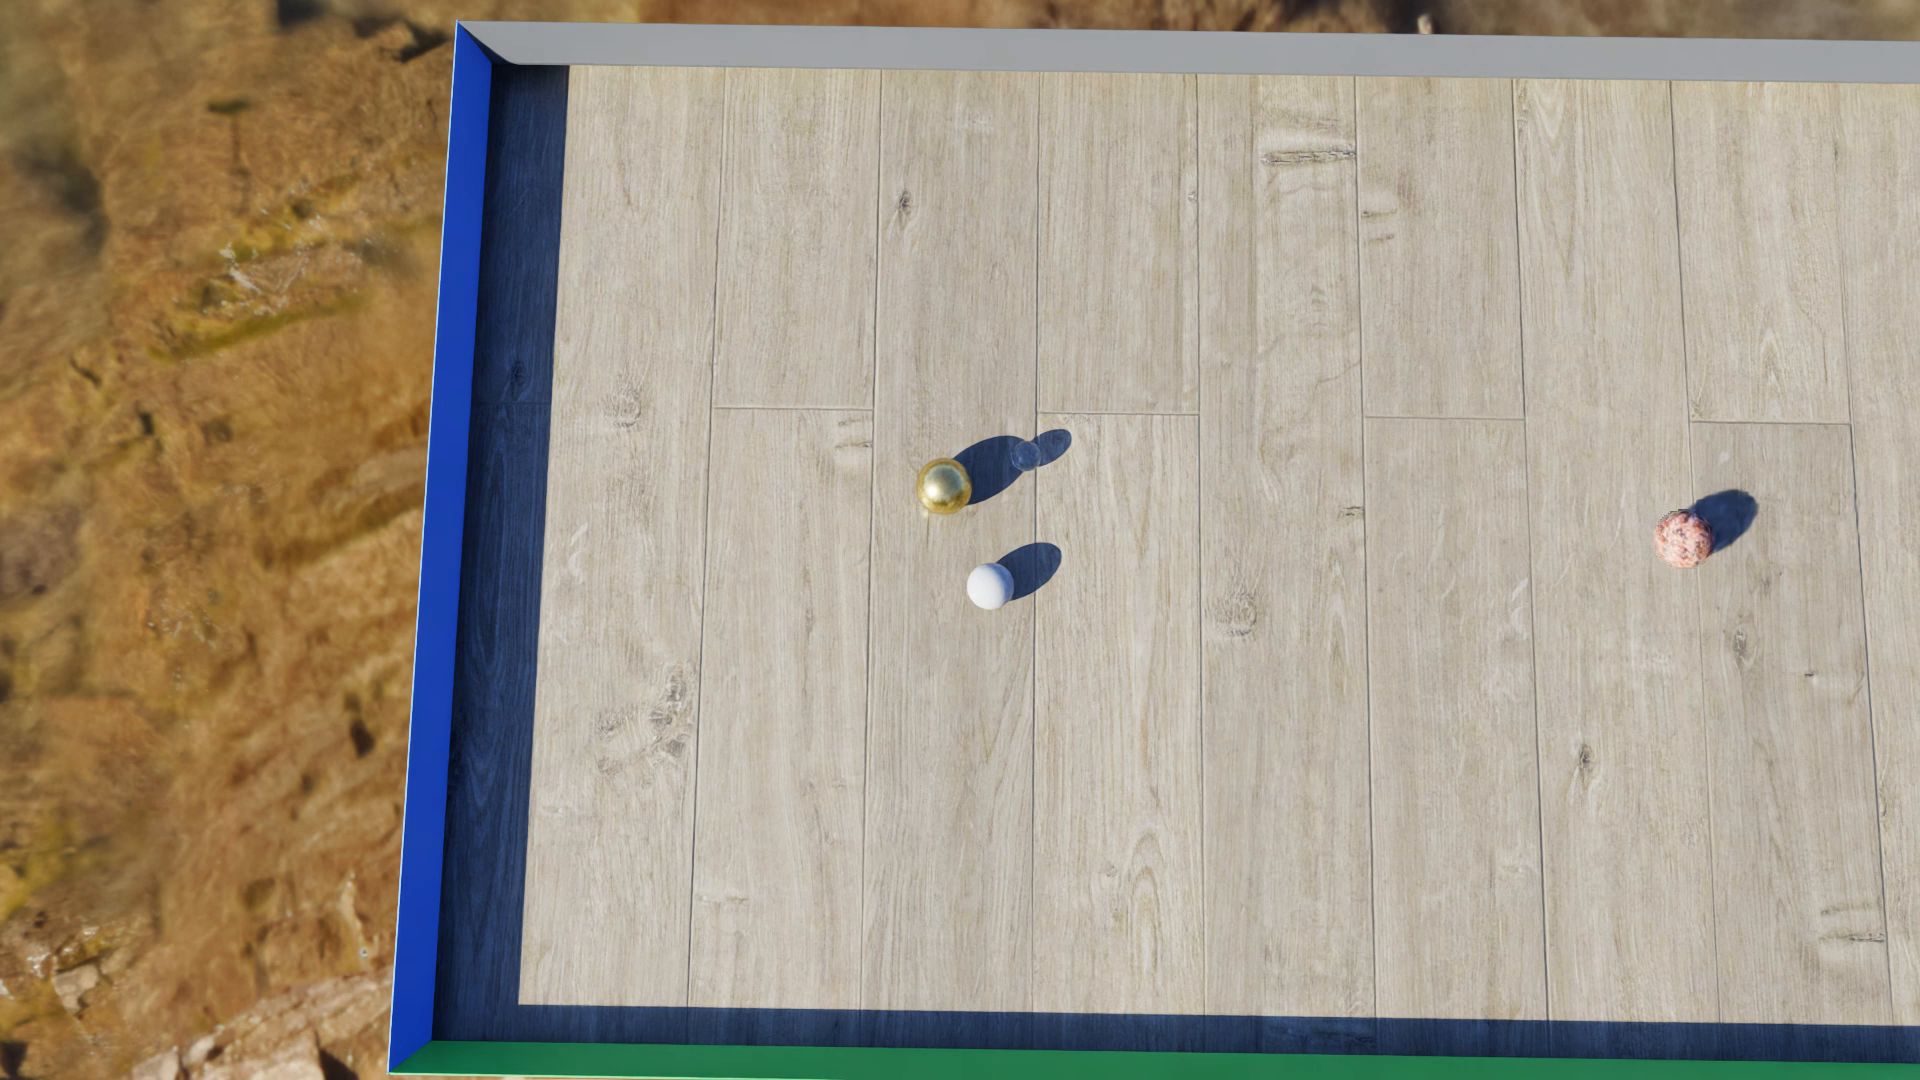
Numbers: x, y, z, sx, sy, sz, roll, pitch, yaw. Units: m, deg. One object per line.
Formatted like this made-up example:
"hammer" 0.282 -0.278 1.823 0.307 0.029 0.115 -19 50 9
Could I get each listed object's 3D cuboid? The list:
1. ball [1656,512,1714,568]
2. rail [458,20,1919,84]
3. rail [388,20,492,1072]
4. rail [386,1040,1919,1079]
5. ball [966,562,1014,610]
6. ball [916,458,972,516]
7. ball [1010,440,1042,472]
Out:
"ball" 1.086 0.000 3.295 0.084 0.084 0.084 0 78 0
"rail" 0.800 -0.743 3.432 3.154 0.112 0.045 1 78 0
"rail" -0.765 -0.016 3.283 0.045 0.112 1.580 1 78 0
"rail" 0.777 0.758 3.123 3.154 0.112 0.045 1 78 0
"ball" 0.046 0.069 3.287 0.071 0.071 0.071 0 78 0
"ball" -0.024 -0.080 3.310 0.086 0.086 0.086 0 78 0
"ball" 0.101 -0.127 3.340 0.047 0.047 0.047 0 78 0
